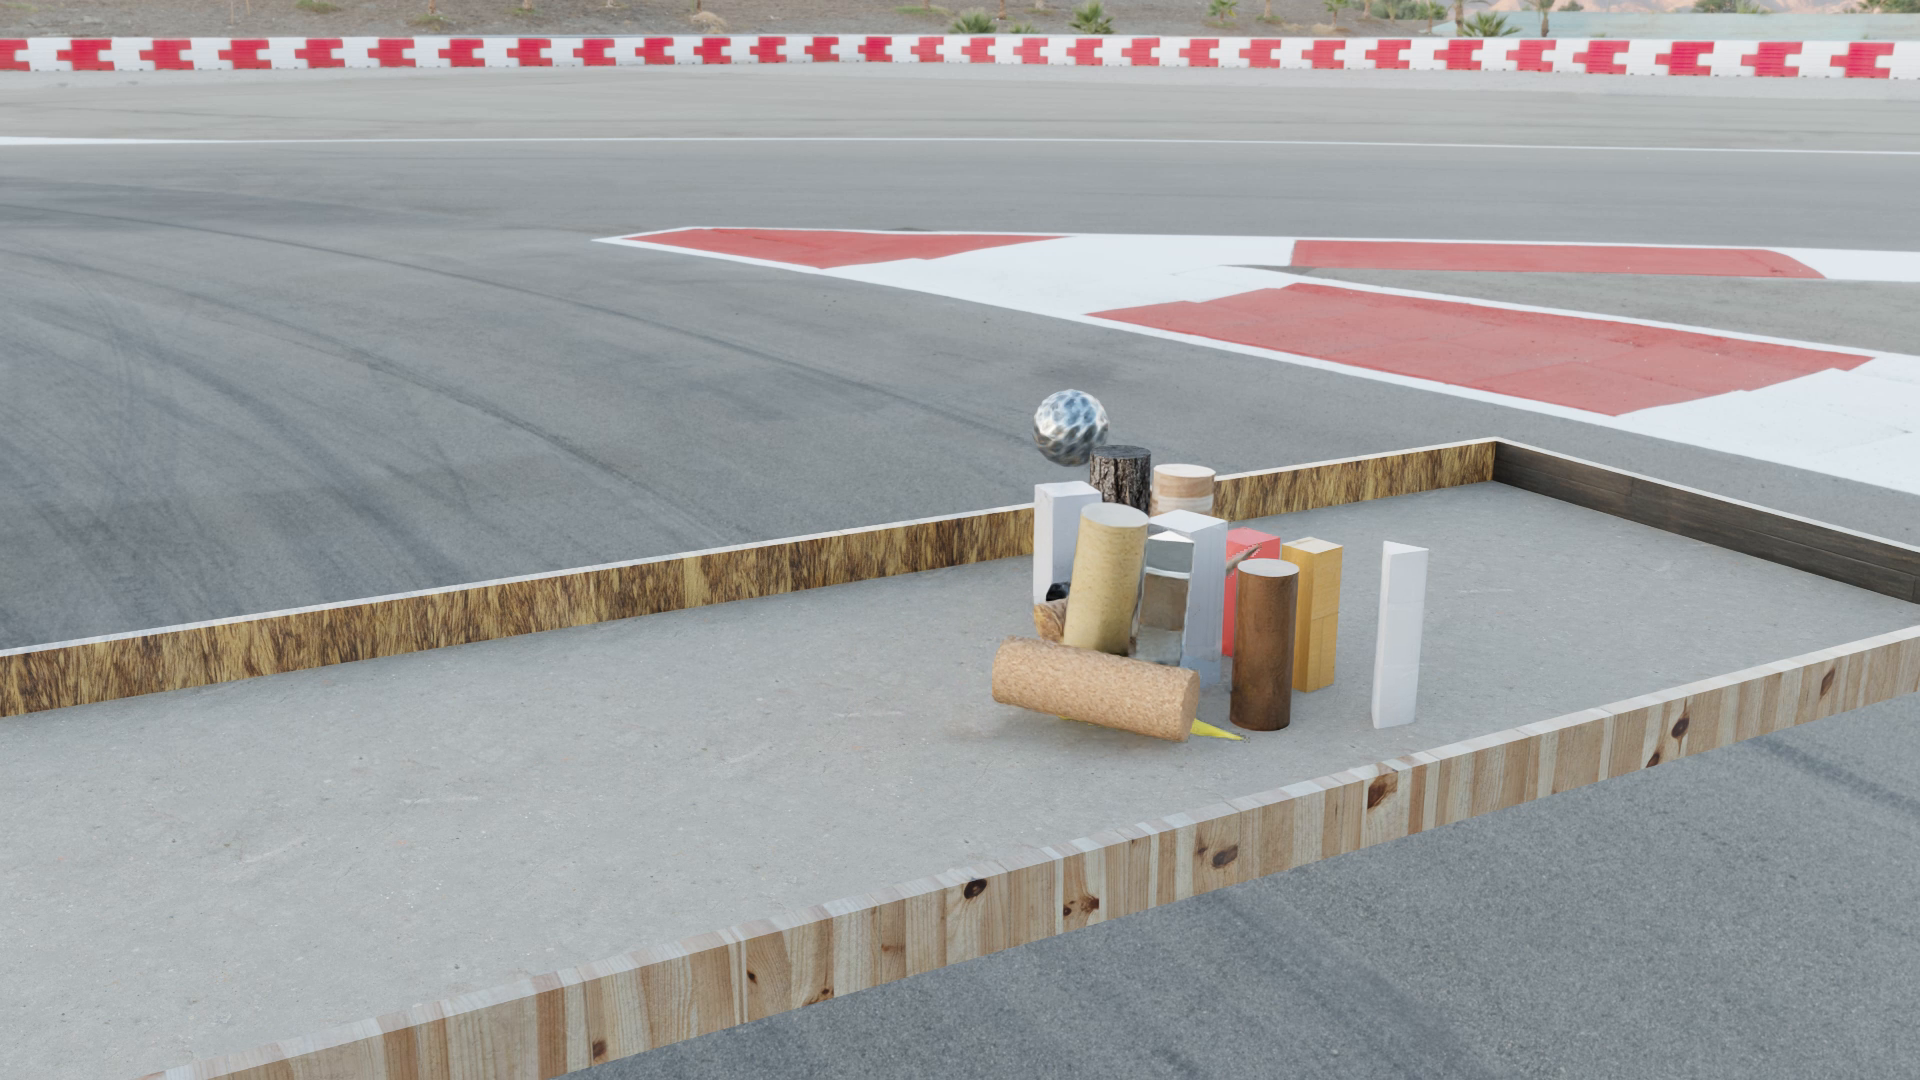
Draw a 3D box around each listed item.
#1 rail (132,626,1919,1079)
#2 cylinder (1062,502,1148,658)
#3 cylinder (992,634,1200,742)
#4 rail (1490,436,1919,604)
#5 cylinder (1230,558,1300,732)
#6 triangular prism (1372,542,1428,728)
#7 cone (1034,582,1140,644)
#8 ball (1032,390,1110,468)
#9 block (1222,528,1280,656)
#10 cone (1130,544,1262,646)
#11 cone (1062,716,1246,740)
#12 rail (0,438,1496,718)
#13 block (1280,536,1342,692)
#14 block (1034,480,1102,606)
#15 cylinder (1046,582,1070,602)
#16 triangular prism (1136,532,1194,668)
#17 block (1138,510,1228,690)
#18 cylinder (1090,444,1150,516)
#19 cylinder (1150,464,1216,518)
[{"bbox_3d":[-2.336,1.006,1.665,12.000,0.150,0.050,-9,18,-27],"label":"rail"},{"bbox_3d":[0.348,0.145,4.036,0.164,0.446,0.164,6,21,-2],"label":"cylinder"},{"bbox_3d":[0.307,0.334,3.752,0.444,0.160,0.160,10,19,20],"label":"cylinder"},{"bbox_3d":[2.466,-0.048,5.253,0.050,0.150,2.100,-9,18,-27],"label":"rail"},{"bbox_3d":[0.710,0.244,3.853,0.141,0.378,0.141,0,16,0],"label":"cylinder"},{"bbox_3d":[1.005,0.219,3.856,0.108,0.425,0.094,-6,18,-21],"label":"triangular prism"},{"bbox_3d":[0.428,0.158,4.338,0.454,0.158,0.158,-22,23,-18],"label":"cone"},{"bbox_3d":[0.352,-0.355,5.243,0.246,0.246,0.246,0,16,0],"label":"ball"},{"bbox_3d":[0.742,0.140,4.327,0.126,0.311,0.126,-13,21,-37],"label":"block"},{"bbox_3d":[0.615,0.126,4.258,0.440,0.114,0.114,-39,-5,31],"label":"cone"},{"bbox_3d":[0.452,0.407,3.801,0.448,0.113,0.113,12,20,28],"label":"cone"},{"bbox_3d":[-3.305,0.497,3.399,12.000,0.150,0.050,-9,18,-27],"label":"rail"},{"bbox_3d":[0.863,0.185,4.091,0.104,0.359,0.104,-13,21,-37],"label":"block"},{"bbox_3d":[0.296,0.037,4.572,0.142,0.370,0.142,-5,17,-17],"label":"block"},{"bbox_3d":[0.407,0.175,4.487,0.310,0.154,0.154,-7,18,-22],"label":"cylinder"},{"bbox_3d":[0.470,0.204,3.870,0.104,0.443,0.090,6,14,4],"label":"triangular prism"},{"bbox_3d":[0.548,0.154,4.087,0.150,0.420,0.150,-16,22,-42],"label":"block"},{"bbox_3d":[0.466,-0.061,4.840,0.175,0.407,0.175,0,16,0],"label":"cylinder"},{"bbox_3d":[0.611,0.005,4.601,0.169,0.407,0.169,2,14,-1],"label":"cylinder"}]
